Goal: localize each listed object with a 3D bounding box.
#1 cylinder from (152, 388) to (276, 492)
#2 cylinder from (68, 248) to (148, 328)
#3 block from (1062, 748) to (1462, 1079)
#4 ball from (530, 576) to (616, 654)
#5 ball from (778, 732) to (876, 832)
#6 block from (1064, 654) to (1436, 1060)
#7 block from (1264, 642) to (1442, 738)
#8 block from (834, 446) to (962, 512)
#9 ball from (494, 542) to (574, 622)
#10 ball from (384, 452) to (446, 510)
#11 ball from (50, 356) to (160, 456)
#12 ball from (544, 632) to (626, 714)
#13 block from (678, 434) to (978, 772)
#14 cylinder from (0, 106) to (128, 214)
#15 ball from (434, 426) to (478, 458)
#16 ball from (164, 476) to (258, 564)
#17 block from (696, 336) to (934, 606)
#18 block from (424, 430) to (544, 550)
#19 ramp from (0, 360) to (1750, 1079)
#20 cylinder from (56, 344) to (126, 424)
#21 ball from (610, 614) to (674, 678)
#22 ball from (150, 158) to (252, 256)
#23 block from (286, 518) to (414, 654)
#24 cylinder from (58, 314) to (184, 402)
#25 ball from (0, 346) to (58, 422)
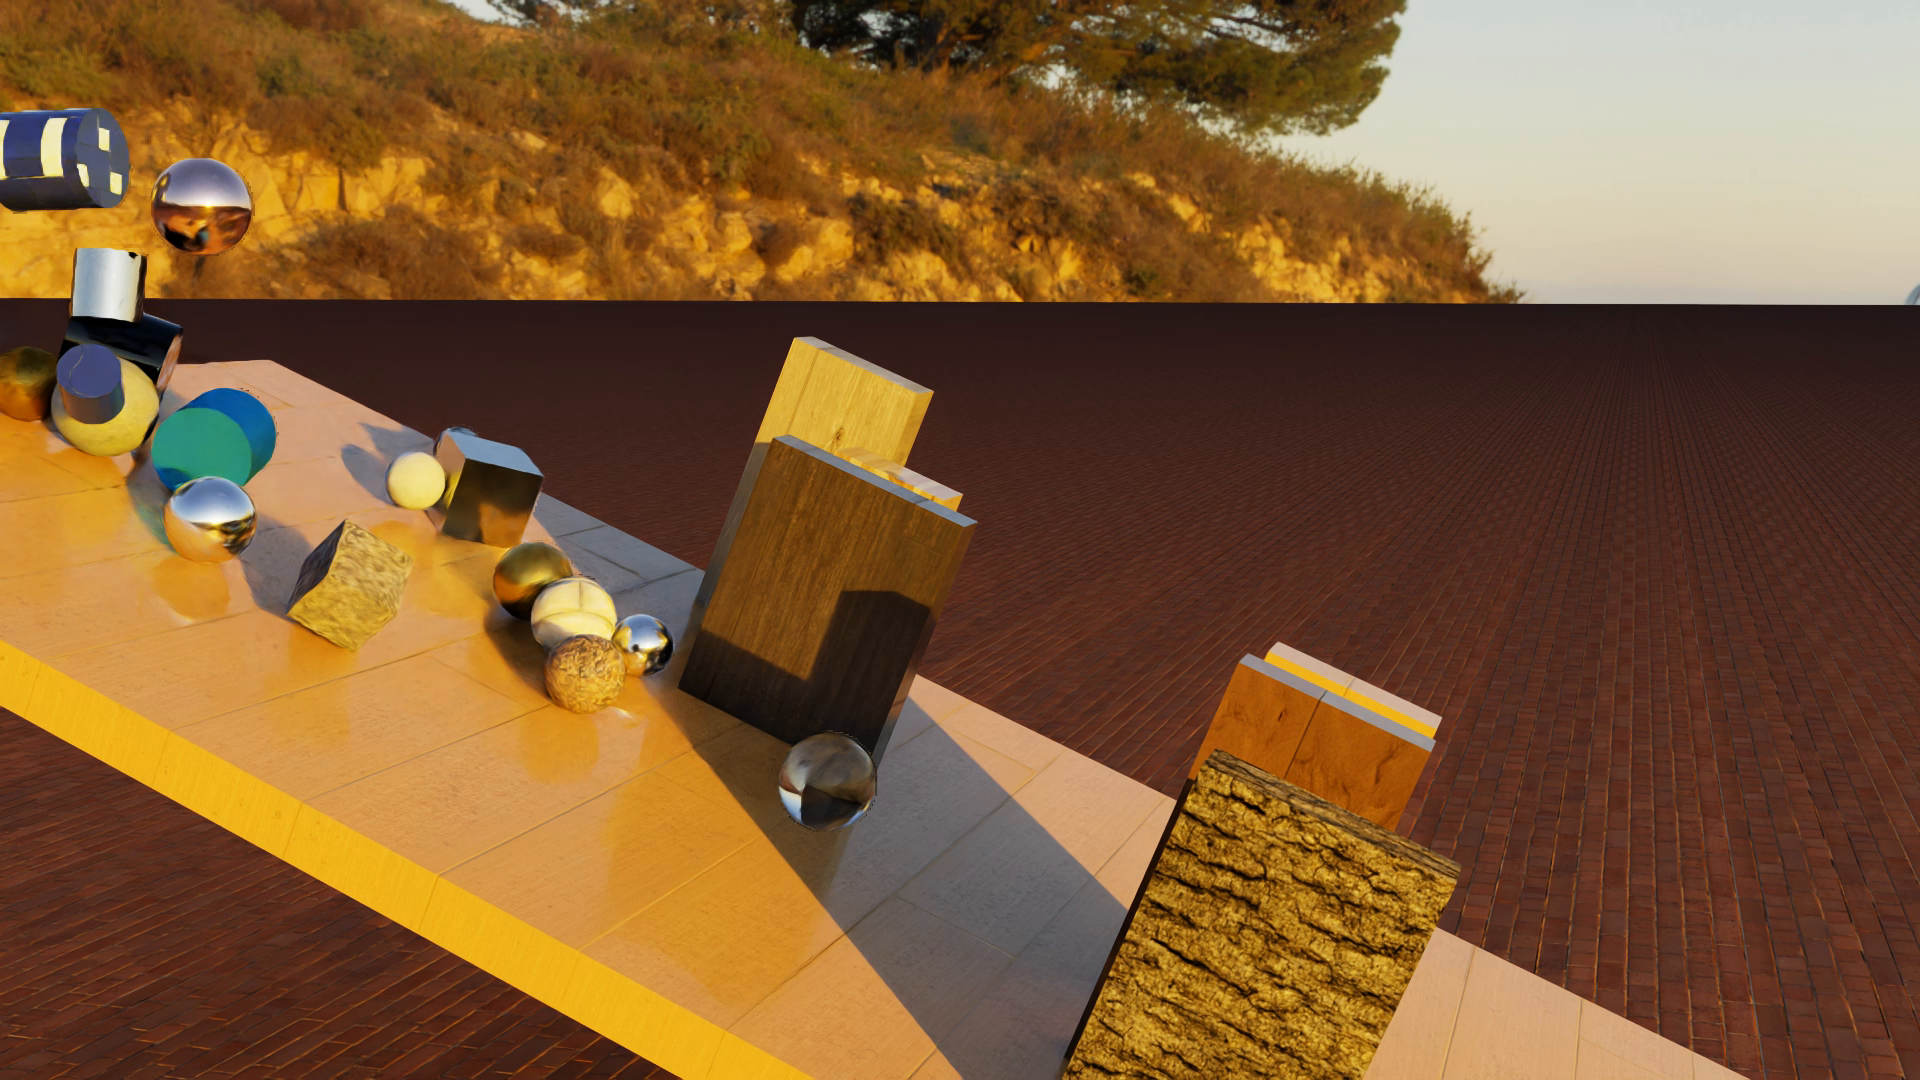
[{"bbox_3d":[-1.510,-0.193,4.461,0.195,0.195,0.195,0,15,-3],"label":"cylinder"},{"bbox_3d":[-1.754,-0.519,4.529,0.141,0.141,0.141,3,-3,0],"label":"cylinder"},{"bbox_3d":[0.394,0.668,3.093,0.372,0.643,0.108,25,13,13],"label":"block"},{"bbox_3d":[-0.762,0.156,4.338,0.167,0.167,0.167,0,7,0],"label":"ball"},{"bbox_3d":[-0.242,0.441,4.011,0.178,0.178,0.178,0,7,0],"label":"ball"},{"bbox_3d":[0.447,0.567,3.441,0.316,0.709,0.086,25,13,13],"label":"block"},{"bbox_3d":[0.537,0.547,3.748,0.301,0.676,0.105,25,13,13],"label":"block"},{"bbox_3d":[-0.222,0.092,4.699,0.257,0.519,0.134,25,13,13],"label":"block"},{"bbox_3d":[-0.862,0.085,4.451,0.163,0.163,0.163,0,7,0],"label":"ball"},{"bbox_3d":[-1.188,-0.129,4.795,0.129,0.129,0.129,0,7,0],"label":"ball"},{"bbox_3d":[-1.714,-0.269,4.412,0.203,0.203,0.203,0,7,0],"label":"ball"},{"bbox_3d":[-0.699,0.249,4.098,0.152,0.152,0.152,0,7,0],"label":"ball"},{"bbox_3d":[-0.268,0.132,4.380,0.427,0.554,0.092,25,13,13],"label":"block"},{"bbox_3d":[-1.836,-0.774,4.478,0.201,0.201,0.201,5,7,4],"label":"cylinder"},{"bbox_3d":[-1.197,-0.213,5.242,0.114,0.114,0.114,0,7,0],"label":"ball"},{"bbox_3d":[-1.392,-0.037,4.085,0.165,0.165,0.165,0,7,0],"label":"ball"},{"bbox_3d":[-0.333,-0.097,4.986,0.314,0.652,0.114,25,13,13],"label":"block"},{"bbox_3d":[-1.064,-0.111,4.890,0.182,0.182,0.182,14,15,-32],"label":"block"},{"bbox_3d":[-0.300,0.528,4.191,4.000,0.100,2.000,25,13,13],"label":"ramp"},{"bbox_3d":[-1.627,-0.291,4.121,0.113,0.113,0.113,-2,-22,-17],"label":"cylinder"},{"bbox_3d":[-0.639,0.212,4.407,0.126,0.126,0.126,0,7,0],"label":"ball"},{"bbox_3d":[-1.557,-0.685,4.513,0.199,0.199,0.199,0,7,0],"label":"ball"},{"bbox_3d":[-1.083,0.082,3.905,0.141,0.141,0.141,35,-53,-27],"label":"block"},{"bbox_3d":[-1.824,-0.403,4.778,0.204,0.204,0.204,19,3,-13],"label":"cylinder"},{"bbox_3d":[-1.882,-0.315,4.441,0.151,0.151,0.151,0,7,0],"label":"ball"}]
